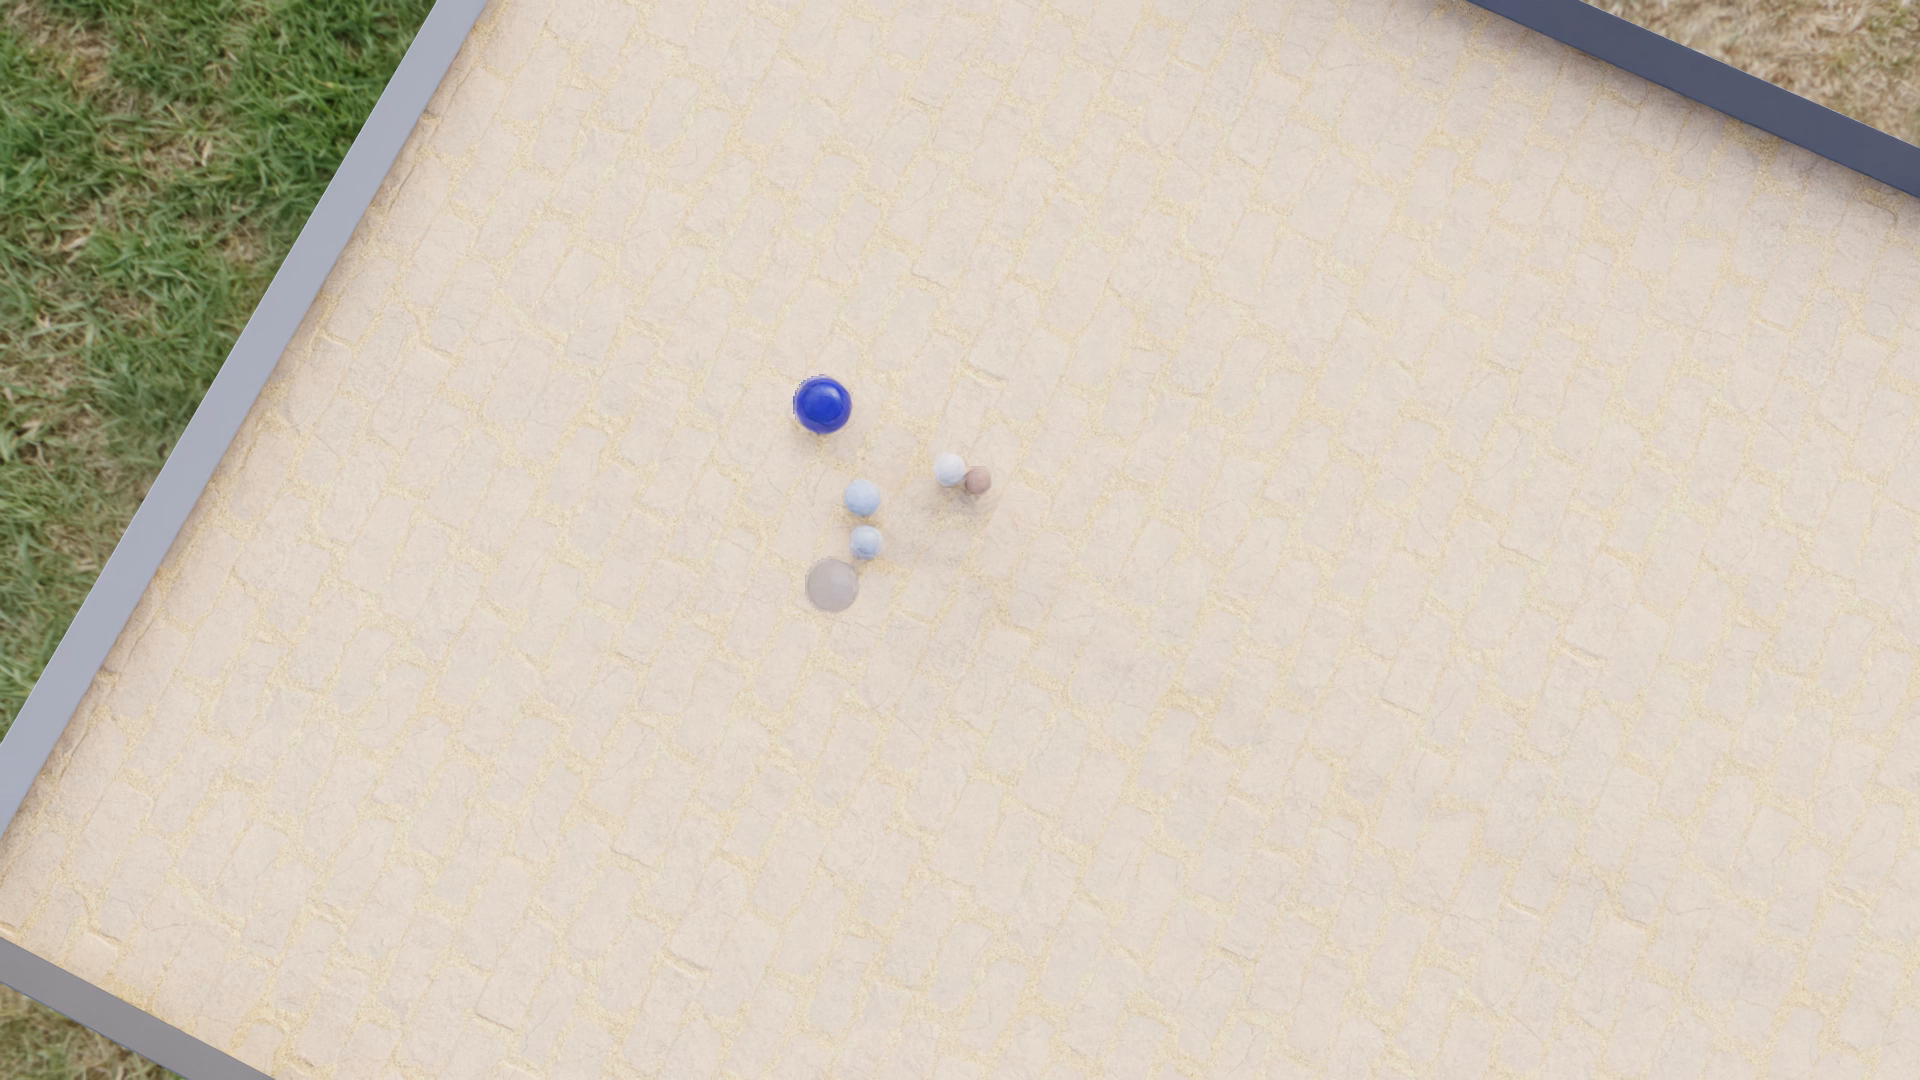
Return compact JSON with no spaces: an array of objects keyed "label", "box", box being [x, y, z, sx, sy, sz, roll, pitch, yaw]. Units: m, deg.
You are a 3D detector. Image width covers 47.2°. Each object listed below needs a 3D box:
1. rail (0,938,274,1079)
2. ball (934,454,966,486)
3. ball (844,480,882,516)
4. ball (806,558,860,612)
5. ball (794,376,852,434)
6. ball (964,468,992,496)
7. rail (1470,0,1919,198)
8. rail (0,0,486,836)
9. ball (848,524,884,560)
[{"label":"rail","box":[0.484,1.480,2.956,4.411,0.114,0.045,25,78,6]},{"label":"ball","box":[-0.015,-0.107,3.352,0.049,0.049,0.049,0,77,0]},{"label":"ball","box":[-0.148,-0.064,3.339,0.056,0.056,0.056,0,77,0]},{"label":"ball","box":[-0.191,0.068,3.297,0.080,0.080,0.080,0,77,0]},{"label":"ball","box":[-0.208,-0.205,3.355,0.087,0.087,0.087,0,77,0]},{"label":"ball","box":[0.028,-0.090,3.352,0.043,0.043,0.043,0,77,0]},{"label":"rail","box":[1.499,-0.552,3.420,4.411,0.114,0.045,25,78,6]},{"label":"rail","box":[-0.970,-0.467,3.401,0.045,0.114,2.366,25,78,6]},{"label":"ball","box":[-0.142,0.004,3.325,0.053,0.053,0.053,0,77,0]}]
